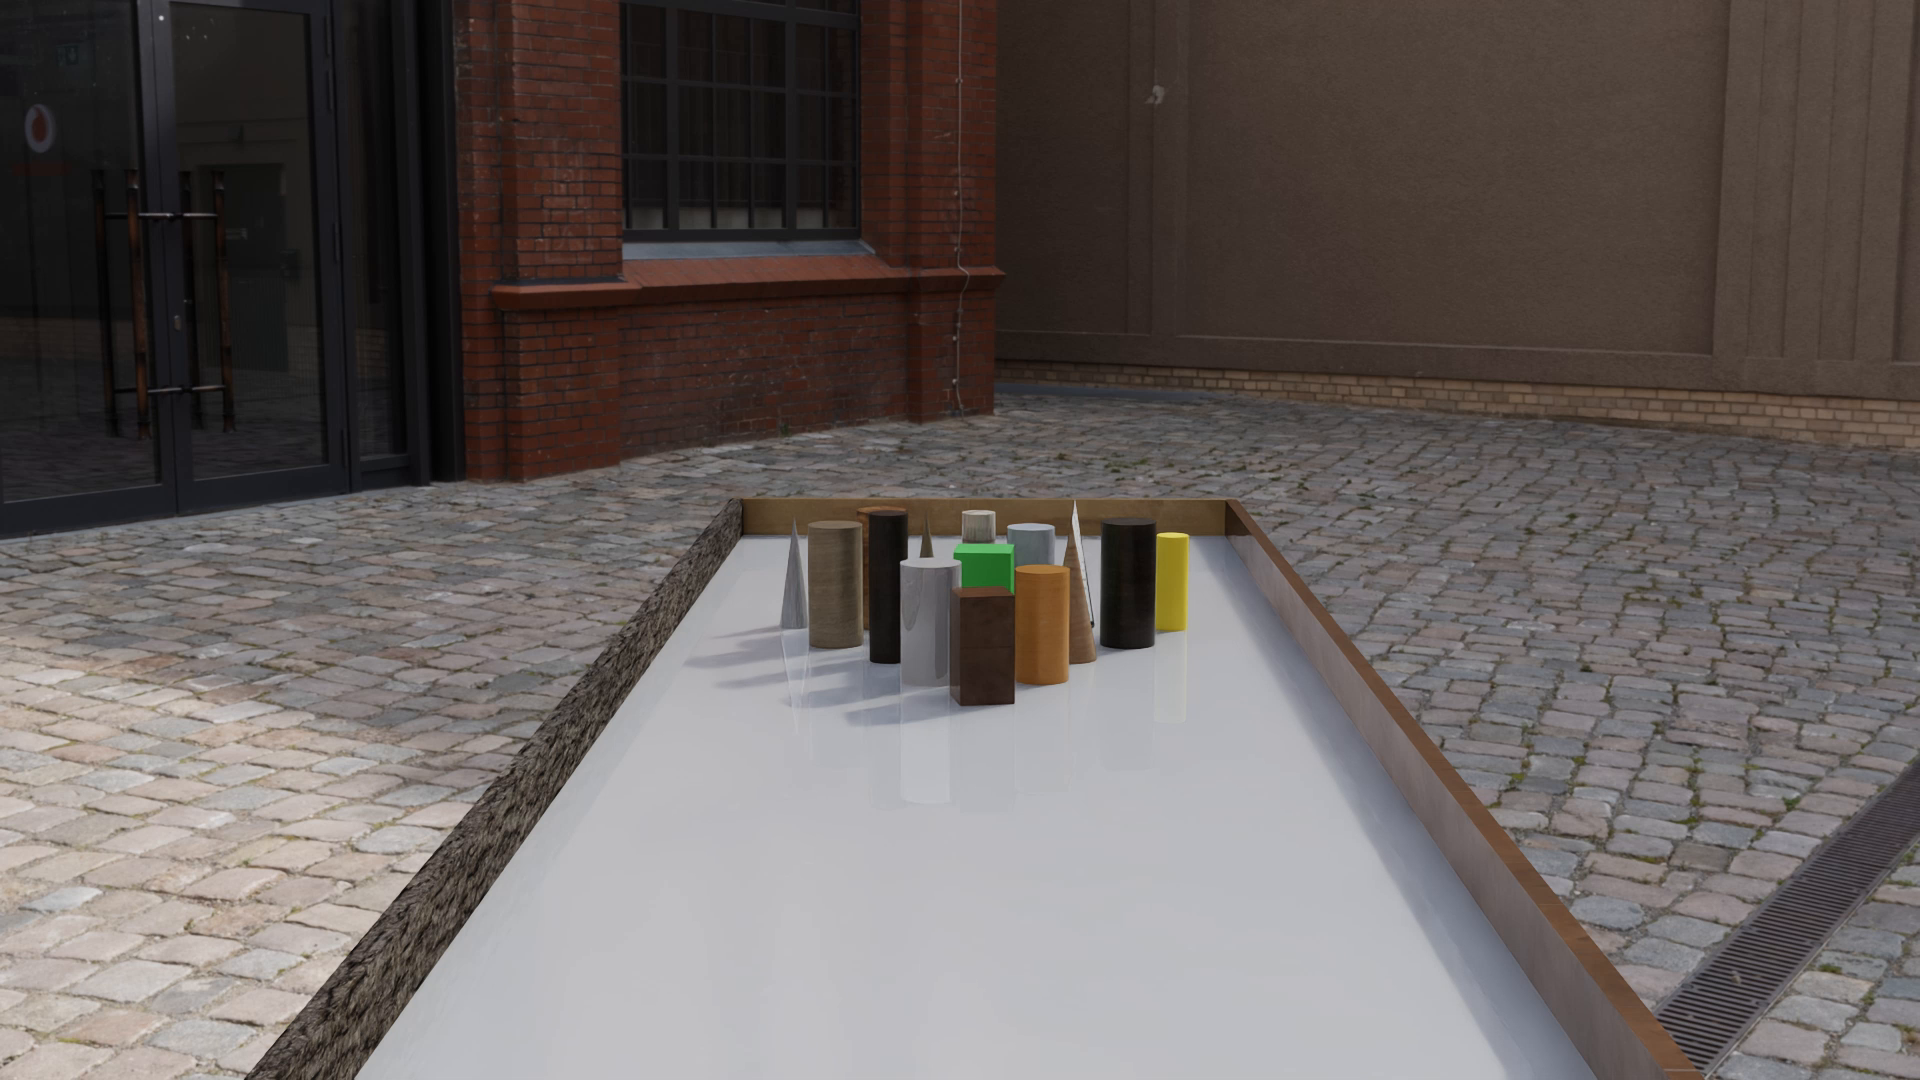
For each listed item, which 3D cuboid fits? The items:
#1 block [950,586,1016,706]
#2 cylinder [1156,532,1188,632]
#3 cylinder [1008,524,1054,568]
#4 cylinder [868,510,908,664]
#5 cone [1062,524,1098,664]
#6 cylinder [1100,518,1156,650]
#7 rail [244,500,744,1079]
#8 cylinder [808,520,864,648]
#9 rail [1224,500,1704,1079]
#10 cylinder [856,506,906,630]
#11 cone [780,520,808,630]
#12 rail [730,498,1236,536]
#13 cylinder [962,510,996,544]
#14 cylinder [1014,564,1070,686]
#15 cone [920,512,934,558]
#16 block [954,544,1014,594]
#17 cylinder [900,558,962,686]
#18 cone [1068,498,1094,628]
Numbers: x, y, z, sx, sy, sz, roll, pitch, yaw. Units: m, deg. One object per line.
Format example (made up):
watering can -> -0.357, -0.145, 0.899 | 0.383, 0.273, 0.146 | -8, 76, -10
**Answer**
block -> 0.061, 0.296, 6.163 | 0.155, 0.307, 0.155 | -2, 9, -11
cylinder -> 0.691, 0.136, 7.167 | 0.104, 0.308, 0.104 | 0, 9, 0
cylinder -> 0.223, 0.141, 6.935 | 0.150, 0.370, 0.150 | 0, 9, 0
cylinder -> -0.217, 0.142, 6.670 | 0.119, 0.452, 0.119 | 0, 9, 0
cone -> 0.338, 0.152, 6.691 | 0.164, 0.425, 0.164 | 0, 9, 0
cylinder -> 0.528, 0.134, 6.913 | 0.173, 0.391, 0.173 | 0, 9, 0
rail -> -1.004, 0.839, 3.234 | 0.050, 0.150, 12.000 | 0, 9, 1
cylinder -> -0.391, 0.139, 6.919 | 0.173, 0.380, 0.173 | 0, 9, 0
rail -> 1.046, 0.843, 3.208 | 0.050, 0.150, 12.000 | 0, 9, 1
cylinder -> -0.256, 0.092, 7.196 | 0.162, 0.386, 0.162 | 0, 9, 0
cone -> -0.540, 0.100, 7.197 | 0.106, 0.370, 0.106 | 0, 9, 0
rail -> 0.099, -0.098, 9.147 | 2.100, 0.150, 0.050 | 0, 9, 1
cylinder -> 0.061, 0.095, 7.209 | 0.109, 0.375, 0.109 | 0, 9, 0
cylinder -> 0.239, 0.246, 6.414 | 0.161, 0.327, 0.161 | 0, 9, 0
cone -> -0.104, 0.114, 6.909 | 0.124, 0.432, 0.124 | 0, 9, 0
block -> 0.073, 0.195, 6.689 | 0.172, 0.342, 0.172 | 1, 9, 5
cylinder -> -0.085, 0.237, 6.399 | 0.180, 0.348, 0.180 | 0, 9, 0
cone -> 0.375, 0.072, 7.200 | 0.139, 0.423, 0.139 | 0, 9, 0
